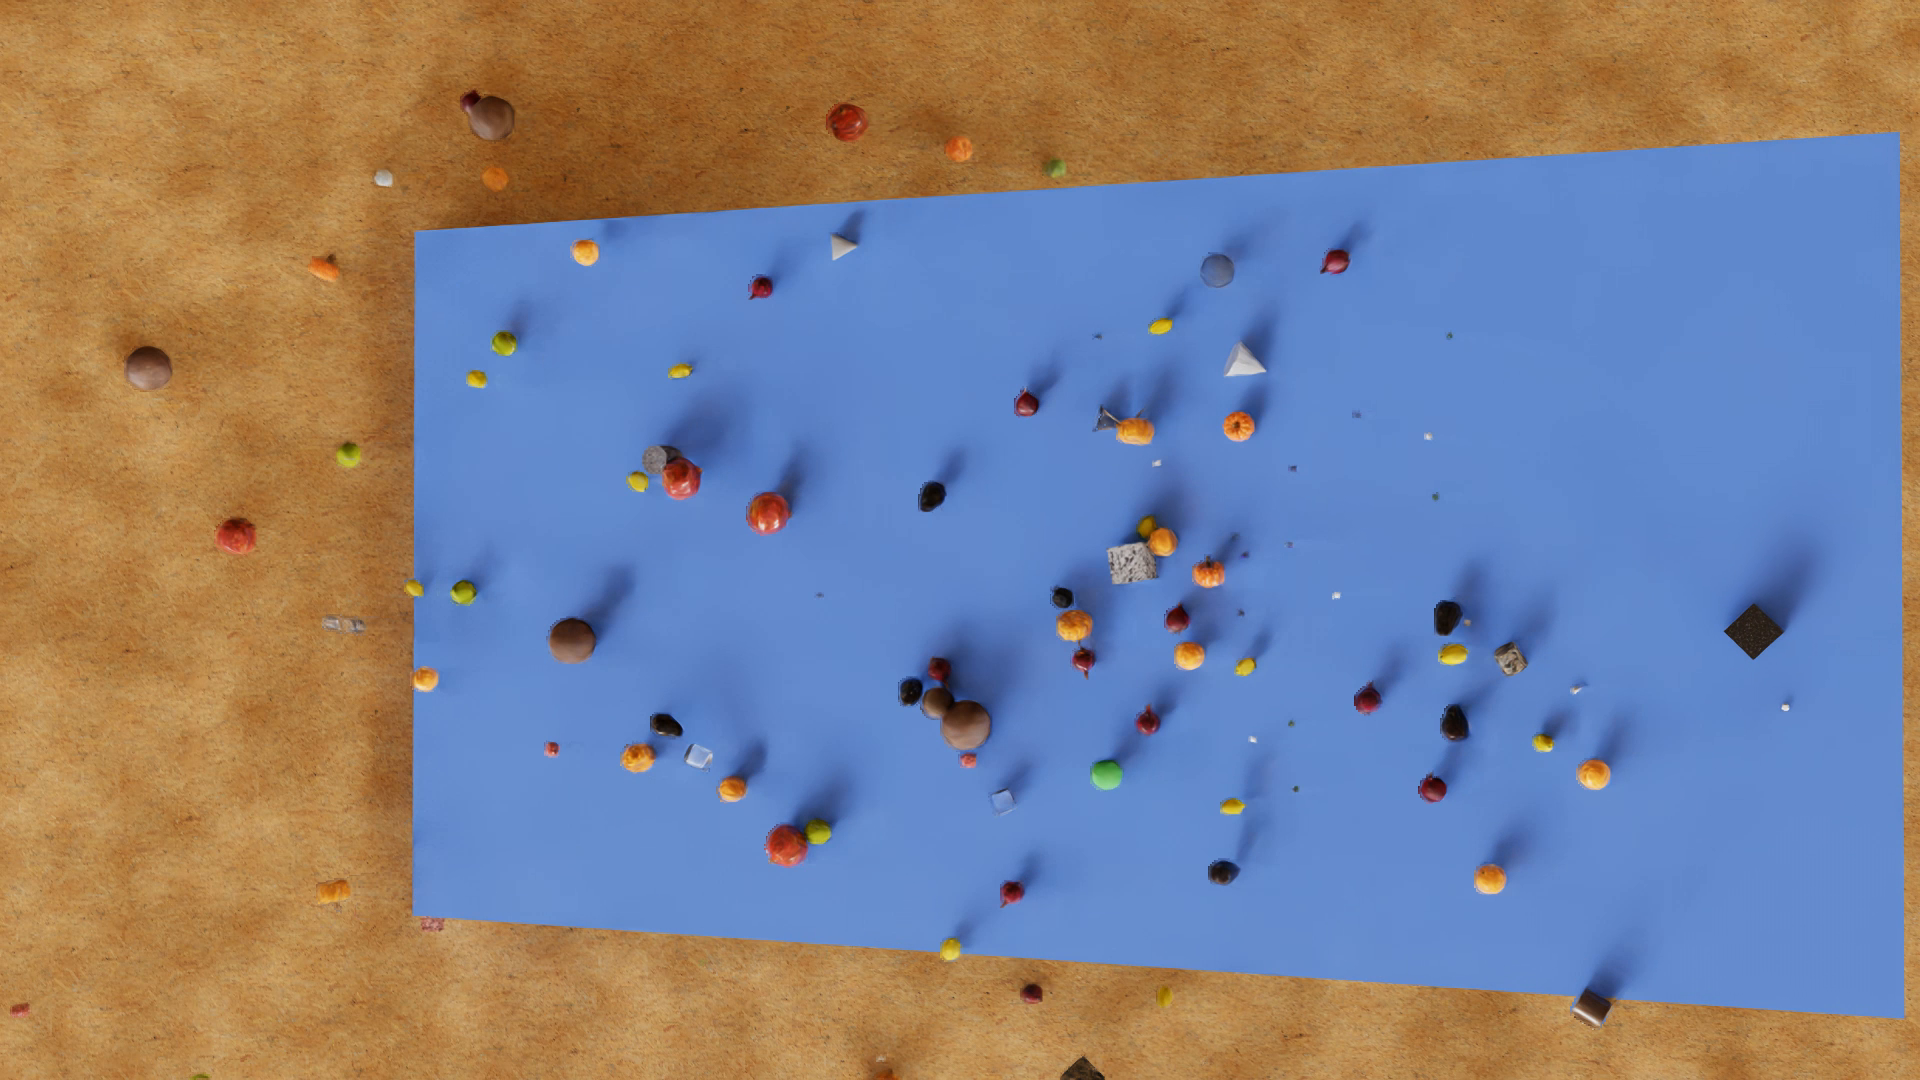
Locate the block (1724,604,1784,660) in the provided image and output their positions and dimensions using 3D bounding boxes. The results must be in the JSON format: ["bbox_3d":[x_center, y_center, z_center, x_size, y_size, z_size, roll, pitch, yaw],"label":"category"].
[{"bbox_3d":[1.816,0.209,5.030,0.091,0.091,0.091,-47,74,15],"label":"block"}]

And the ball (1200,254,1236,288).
[{"bbox_3d":[0.645,-0.673,5.505,0.088,0.088,0.088,0,89,0],"label":"ball"}]

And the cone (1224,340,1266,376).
[{"bbox_3d":[0.725,-0.438,5.494,0.097,0.097,0.097,21,89,-6],"label":"cone"}]

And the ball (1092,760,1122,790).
[{"bbox_3d":[0.375,0.598,5.601,0.077,0.077,0.077,0,89,0],"label":"ball"}]

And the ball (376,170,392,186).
[{"bbox_3d":[-1.705,-1.071,6.510,0.050,0.050,0.050,0,89,0],"label":"ball"}]

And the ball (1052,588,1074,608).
[{"bbox_3d":[0.265,0.150,5.664,0.052,0.052,0.052,0,89,0],"label":"ball"}]

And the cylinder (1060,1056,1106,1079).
[{"bbox_3d":[0.347,1.519,6.184,0.093,0.093,0.093,-45,74,-1],"label":"cylinder"}]

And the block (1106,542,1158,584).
[{"bbox_3d":[0.437,0.059,5.575,0.093,0.093,0.093,-10,86,21],"label":"block"}]

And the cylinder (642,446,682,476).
[{"bbox_3d":[-0.822,-0.220,6.079,0.081,0.081,0.081,-1,89,25],"label":"cylinder"}]

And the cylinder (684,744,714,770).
[{"bbox_3d":[-0.713,0.593,6.000,0.059,0.059,0.059,16,89,20],"label":"cylinder"}]

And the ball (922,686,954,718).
[{"bbox_3d":[-0.058,0.426,5.771,0.084,0.084,0.084,0,89,0],"label":"ball"}]

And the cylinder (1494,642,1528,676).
[{"bbox_3d":[1.311,0.283,5.236,0.059,0.059,0.059,-33,99,0],"label":"cylinder"}]

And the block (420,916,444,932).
[{"bbox_3d":[-1.555,1.124,6.480,0.054,0.054,0.054,0,89,0],"label":"block"}]

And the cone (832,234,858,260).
[{"bbox_3d":[-0.307,-0.790,5.911,0.074,0.074,0.074,-3,89,-5],"label":"cone"}]

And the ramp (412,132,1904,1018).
[{"bbox_3d":[0.282,0.087,5.739,4.000,0.100,2.000,0,89,22],"label":"ramp"}]

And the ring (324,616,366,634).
[{"bbox_3d":[-1.794,0.247,6.415,0.119,0.119,0.040,8,87,0],"label":"ring"}]

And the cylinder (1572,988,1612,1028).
[{"bbox_3d":[1.483,1.099,5.164,0.067,0.067,0.067,31,89,17],"label":"cylinder"}]

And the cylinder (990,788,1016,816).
[{"bbox_3d":[0.112,0.681,5.712,0.055,0.055,0.055,-23,73,0],"label":"cylinder"}]

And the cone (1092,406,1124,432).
[{"bbox_3d":[0.385,-0.300,5.632,0.073,0.073,0.073,16,89,-6],"label":"cone"}]
